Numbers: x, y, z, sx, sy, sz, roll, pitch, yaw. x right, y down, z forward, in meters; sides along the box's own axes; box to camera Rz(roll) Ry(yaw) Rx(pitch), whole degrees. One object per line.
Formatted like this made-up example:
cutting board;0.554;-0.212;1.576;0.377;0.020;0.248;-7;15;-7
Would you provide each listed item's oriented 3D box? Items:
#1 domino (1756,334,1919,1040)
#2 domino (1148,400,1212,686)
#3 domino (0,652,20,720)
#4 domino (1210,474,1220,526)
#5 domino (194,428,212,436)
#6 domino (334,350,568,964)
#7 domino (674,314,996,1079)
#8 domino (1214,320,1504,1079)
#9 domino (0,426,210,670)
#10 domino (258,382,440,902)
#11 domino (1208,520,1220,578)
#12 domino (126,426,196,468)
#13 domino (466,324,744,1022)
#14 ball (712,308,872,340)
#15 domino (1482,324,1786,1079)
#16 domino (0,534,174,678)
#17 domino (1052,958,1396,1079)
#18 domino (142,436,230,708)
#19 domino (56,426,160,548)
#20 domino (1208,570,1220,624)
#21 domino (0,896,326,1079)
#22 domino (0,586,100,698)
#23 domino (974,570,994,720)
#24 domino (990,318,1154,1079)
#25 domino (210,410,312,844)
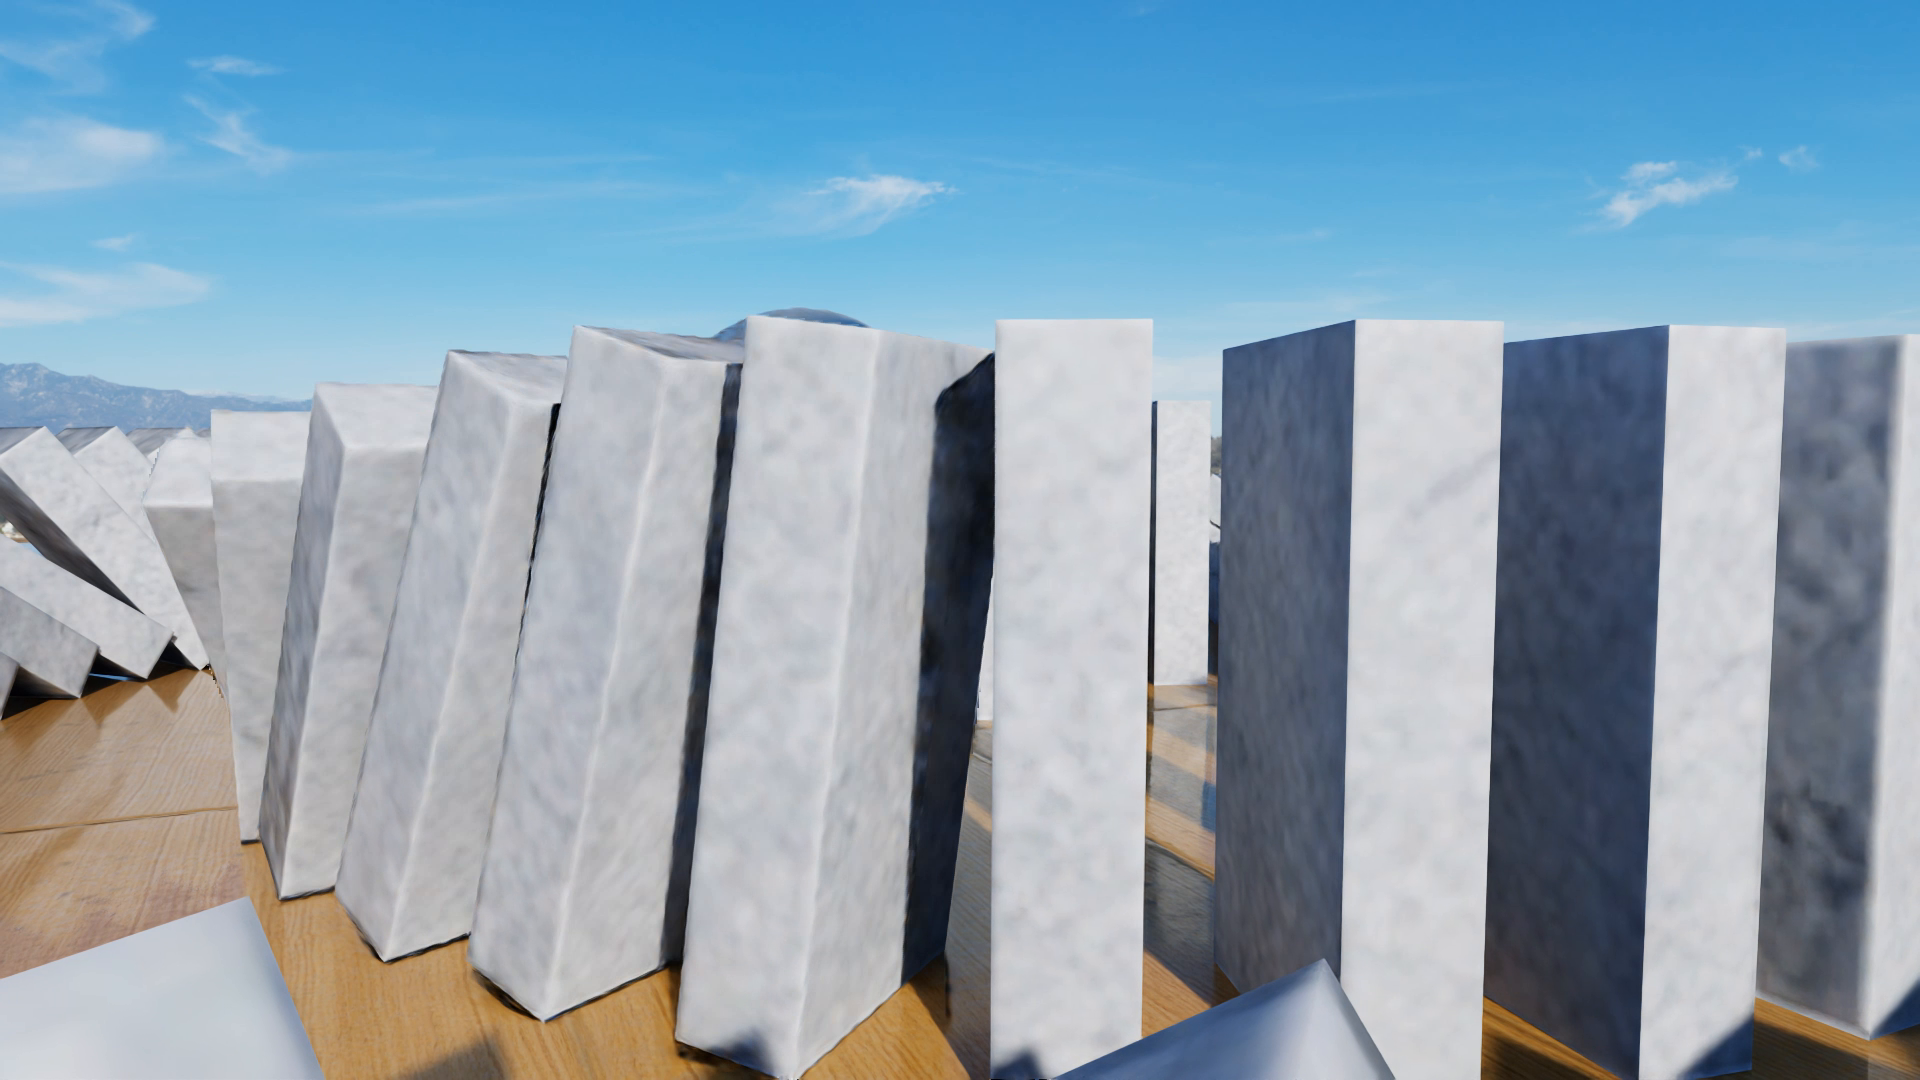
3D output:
domino;0.064;0.010;0.103;0.009;0.050;0.025;-2;5;-26
domino;0.038;0.000;0.237;0.010;0.050;0.025;0;4;-4
domino;-0.160;0.012;0.177;0.025;0.009;0.050;0;-28;-1
domino;0.082;0.001;0.313;0.050;0.009;0.025;36;16;16
domino;-0.141;0.000;0.268;0.025;0.050;0.009;3;42;37
domino;-0.034;0.010;0.109;0.009;0.050;0.025;33;23;32
domino;-0.007;0.010;0.095;0.009;0.050;0.025;10;8;22
domino;0.027;0.011;0.092;0.009;0.050;0.025;-1;4;-7
domino;-0.160;0.002;0.238;0.025;0.050;0.009;3;43;37
domino;-0.048;0.010;0.119;0.025;0.050;0.010;-4;38;-41
domino;0.064;0.001;0.317;0.050;0.009;0.025;34;12;11
domino;-0.148;0.000;0.259;0.025;0.050;0.010;3;42;37
domino;-0.022;0.010;0.102;0.010;0.050;0.025;22;15;30
ball;-0.044;-0.024;0.359;0.080;0.080;0.080;0;4;0
domino;0.046;0.010;0.096;0.010;0.050;0.025;-1;4;-16
domino;-0.165;0.007;0.218;0.025;0.009;0.050;1;-32;26
domino;-0.016;0.024;0.016;0.050;0.009;0.025;-33;-7;20
domino;-0.070;0.010;0.146;0.025;0.050;0.010;-1;47;-13
domino;-0.154;0.001;0.249;0.025;0.050;0.010;3;42;38
domino;0.044;0.001;0.317;0.050;0.009;0.025;33;7;4
domino;-0.035;0.024;0.021;0.050;0.010;0.025;-33;-11;25
domino;-0.162;0.010;0.196;0.025;0.009;0.050;0;-28;5
domino;0.000;0.002;0.201;0.025;0.050;0.010;0;4;0
domino;0.008;0.011;0.092;0.009;0.050;0.025;1;4;6
domino;-0.060;0.010;0.131;0.025;0.050;0.009;-2;42;-28
